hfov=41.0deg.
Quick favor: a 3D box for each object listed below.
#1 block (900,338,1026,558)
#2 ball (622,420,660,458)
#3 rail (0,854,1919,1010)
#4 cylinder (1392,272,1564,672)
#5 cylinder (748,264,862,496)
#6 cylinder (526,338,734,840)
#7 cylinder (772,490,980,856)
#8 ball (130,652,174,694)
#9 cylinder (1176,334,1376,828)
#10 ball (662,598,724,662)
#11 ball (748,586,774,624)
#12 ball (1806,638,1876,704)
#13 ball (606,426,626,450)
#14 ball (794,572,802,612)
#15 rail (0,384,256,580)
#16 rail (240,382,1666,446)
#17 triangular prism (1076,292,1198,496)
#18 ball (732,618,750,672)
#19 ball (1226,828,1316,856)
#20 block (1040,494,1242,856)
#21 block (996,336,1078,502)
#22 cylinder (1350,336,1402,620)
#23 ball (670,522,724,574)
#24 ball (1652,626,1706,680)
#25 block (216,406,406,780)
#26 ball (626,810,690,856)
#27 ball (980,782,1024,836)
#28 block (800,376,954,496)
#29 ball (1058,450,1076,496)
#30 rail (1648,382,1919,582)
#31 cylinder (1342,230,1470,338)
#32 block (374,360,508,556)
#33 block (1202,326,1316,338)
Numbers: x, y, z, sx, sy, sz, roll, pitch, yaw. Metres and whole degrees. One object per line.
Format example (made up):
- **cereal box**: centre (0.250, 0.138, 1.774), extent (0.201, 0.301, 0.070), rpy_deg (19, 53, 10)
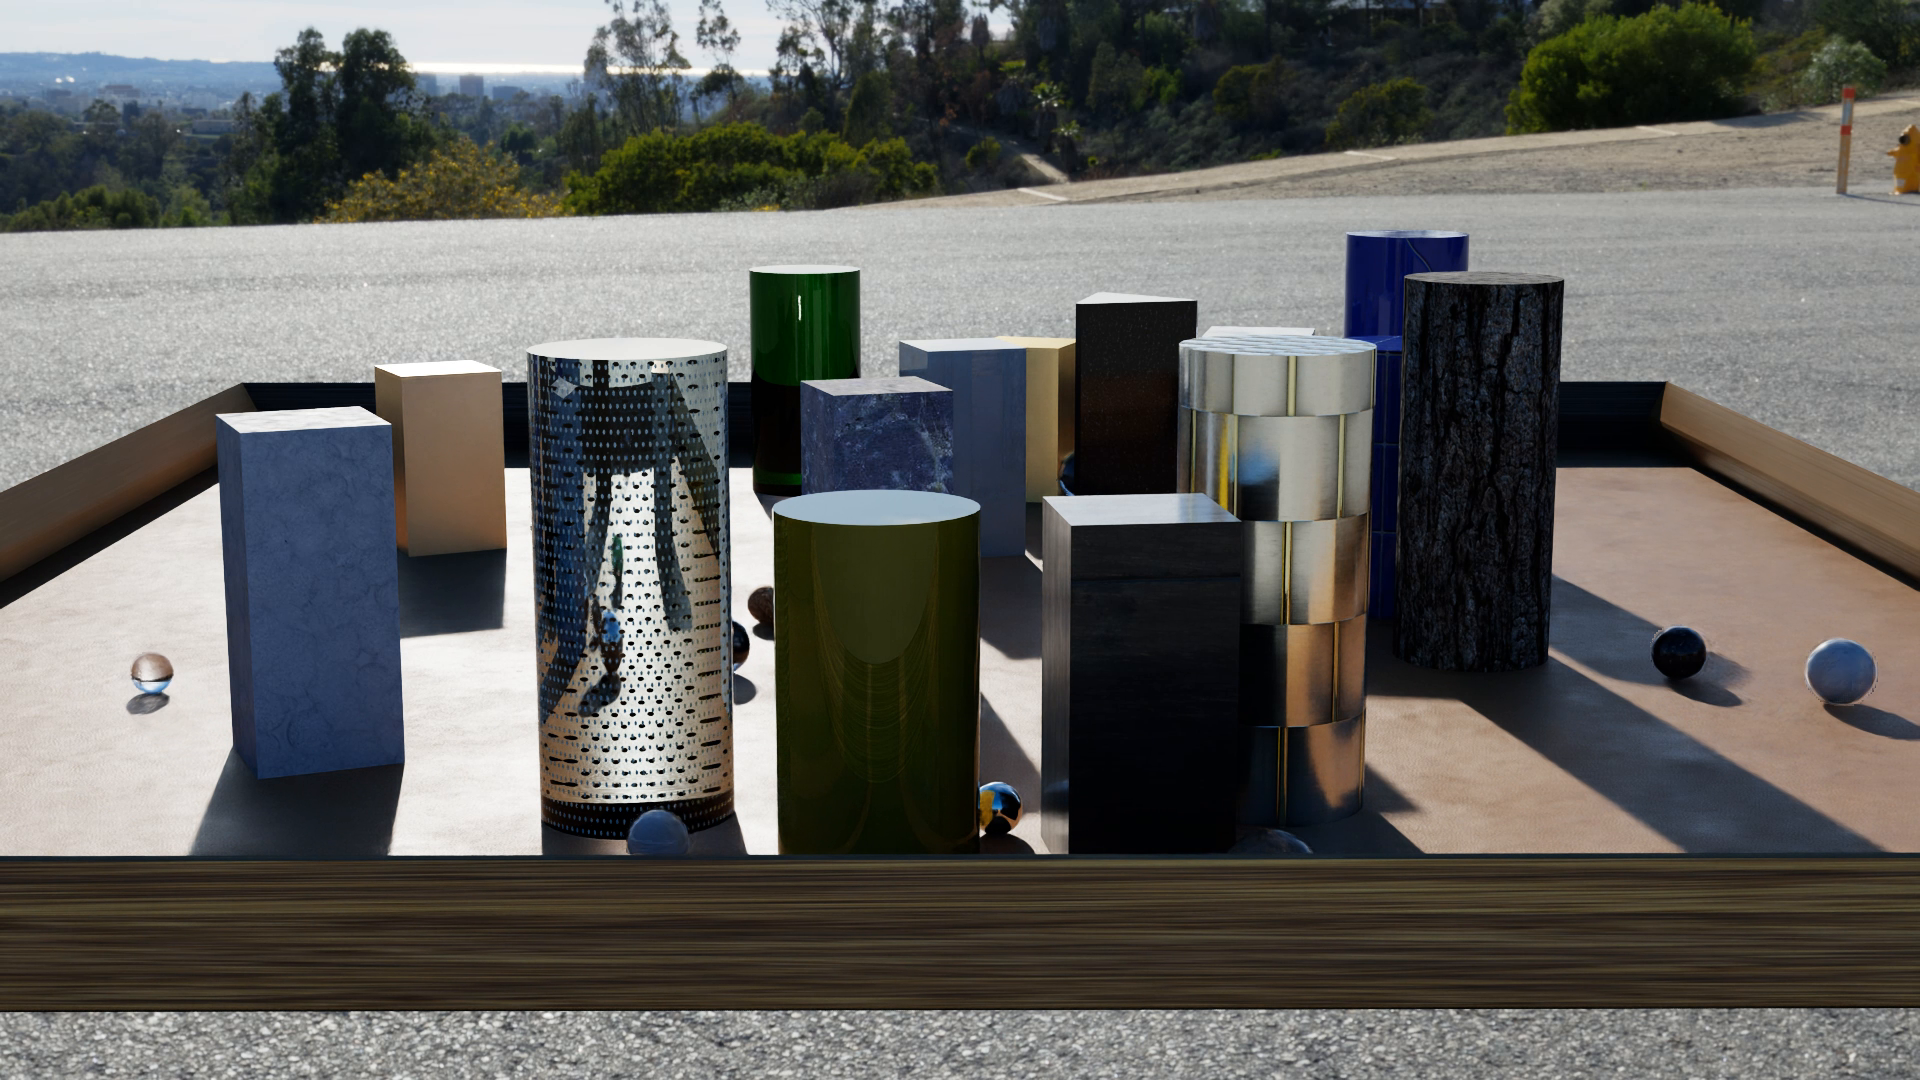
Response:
- **block**: centre (0.003, -0.140, 3.864), extent (0.152, 0.311, 0.152), rpy_deg (-3, 11, -17)
- **ball**: centre (-0.593, -0.188, 4.780), extent (0.071, 0.071, 0.071), rpy_deg (0, 11, 0)
- **rail**: centre (0.008, 0.300, 2.009), extent (2.725, 0.124, 0.045), rpy_deg (0, 11, 0)
- **cylinder**: centre (0.635, -0.088, 3.153), extent (0.190, 0.469, 0.190), rpy_deg (0, 11, 0)
- **cylinder**: centre (-0.265, -0.276, 4.414), extent (0.190, 0.379, 0.190), rpy_deg (0, 11, 0)
- **cylinder**: centre (-0.317, 0.042, 2.486), extent (0.190, 0.458, 0.190), rpy_deg (0, 11, 0)
- **cylinder**: centre (-0.076, 0.130, 2.376), extent (0.190, 0.326, 0.190), rpy_deg (0, 11, 0)
- **ball**: centre (-0.944, 0.156, 2.998), extent (0.047, 0.047, 0.047), rpy_deg (0, 11, 0)
- **cylinder**: centre (0.308, 0.035, 2.527), extent (0.190, 0.457, 0.190), rpy_deg (0, 11, 0)
- **ball**: centre (-0.328, 0.110, 3.160), extent (0.078, 0.078, 0.078), rpy_deg (0, 11, 0)
- **ball**: centre (-0.254, 0.085, 3.373), extent (0.049, 0.049, 0.049), rpy_deg (0, 11, 0)
- **ball**: centre (1.011, 0.151, 2.946), extent (0.076, 0.076, 0.076), rpy_deg (0, 11, 0)
- **ball**: centre (-0.647, -0.192, 4.868), extent (0.047, 0.047, 0.047), rpy_deg (0, 11, 0)
- **ball**: centre (-0.172, 0.068, 3.359), extent (0.089, 0.089, 0.089), rpy_deg (0, 11, 0)
- **rail**: centre (-1.339, 0.033, 3.442), extent (0.045, 0.124, 2.977), rpy_deg (0, 11, 0)
- **rail**: centre (-0.008, -0.236, 4.889), extent (2.725, 0.124, 0.045), rpy_deg (0, 11, 0)
- **triangular prism**: centre (0.209, -0.111, 3.402), extent (0.165, 0.423, 0.143), rpy_deg (-3, 11, -16)
- **ball**: centre (-0.288, 0.127, 3.087), extent (0.071, 0.071, 0.071), rpy_deg (0, 11, 0)
- **ball**: centre (0.264, 0.289, 2.176), extent (0.087, 0.087, 0.087), rpy_deg (0, 11, 0)
- **block**: centre (0.162, 0.133, 2.352), extent (0.152, 0.328, 0.152), rpy_deg (-1, 11, -7)
- **block**: centre (0.115, -0.207, 4.361), extent (0.152, 0.260, 0.152), rpy_deg (4, 11, 19)
- **cylinder**: centre (0.588, -0.086, 3.450), extent (0.190, 0.358, 0.190), rpy_deg (0, 11, 0)
- **ball**: centre (-0.378, 0.013, 3.691), extent (0.075, 0.075, 0.075), rpy_deg (0, 11, 0)
- **ball**: centre (0.859, 0.135, 3.067), extent (0.064, 0.064, 0.064), rpy_deg (0, 11, 0)
- **block**: centre (-0.686, 0.051, 2.707), extent (0.152, 0.360, 0.152), rpy_deg (-5, 12, -25)
- **ball**: centre (-0.275, 0.274, 2.339), extent (0.057, 0.057, 0.057), rpy_deg (0, 11, 0)
- **ball**: centre (0.035, 0.256, 2.449), extent (0.051, 0.051, 0.051), rpy_deg (0, 11, 0)
- **block**: centre (-0.105, -0.030, 3.223), extent (0.152, 0.330, 0.152), rpy_deg (-4, 11, -18)
- **ball**: centre (0.211, -0.106, 4.279), extent (0.093, 0.093, 0.093), rpy_deg (0, 11, 0)
- **rail**: centre (1.339, 0.030, 3.457), extent (0.045, 0.124, 2.977), rpy_deg (0, 11, 0)
- **cylinder**: centre (0.695, -0.248, 4.031), extent (0.190, 0.464, 0.190), rpy_deg (0, 11, 0)
- **block**: centre (-0.790, -0.127, 3.903), extent (0.152, 0.271, 0.152), rpy_deg (-5, 12, -27)
- **block**: centre (0.430, -0.130, 3.721), extent (0.152, 0.344, 0.152), rpy_deg (2, 11, 10)
